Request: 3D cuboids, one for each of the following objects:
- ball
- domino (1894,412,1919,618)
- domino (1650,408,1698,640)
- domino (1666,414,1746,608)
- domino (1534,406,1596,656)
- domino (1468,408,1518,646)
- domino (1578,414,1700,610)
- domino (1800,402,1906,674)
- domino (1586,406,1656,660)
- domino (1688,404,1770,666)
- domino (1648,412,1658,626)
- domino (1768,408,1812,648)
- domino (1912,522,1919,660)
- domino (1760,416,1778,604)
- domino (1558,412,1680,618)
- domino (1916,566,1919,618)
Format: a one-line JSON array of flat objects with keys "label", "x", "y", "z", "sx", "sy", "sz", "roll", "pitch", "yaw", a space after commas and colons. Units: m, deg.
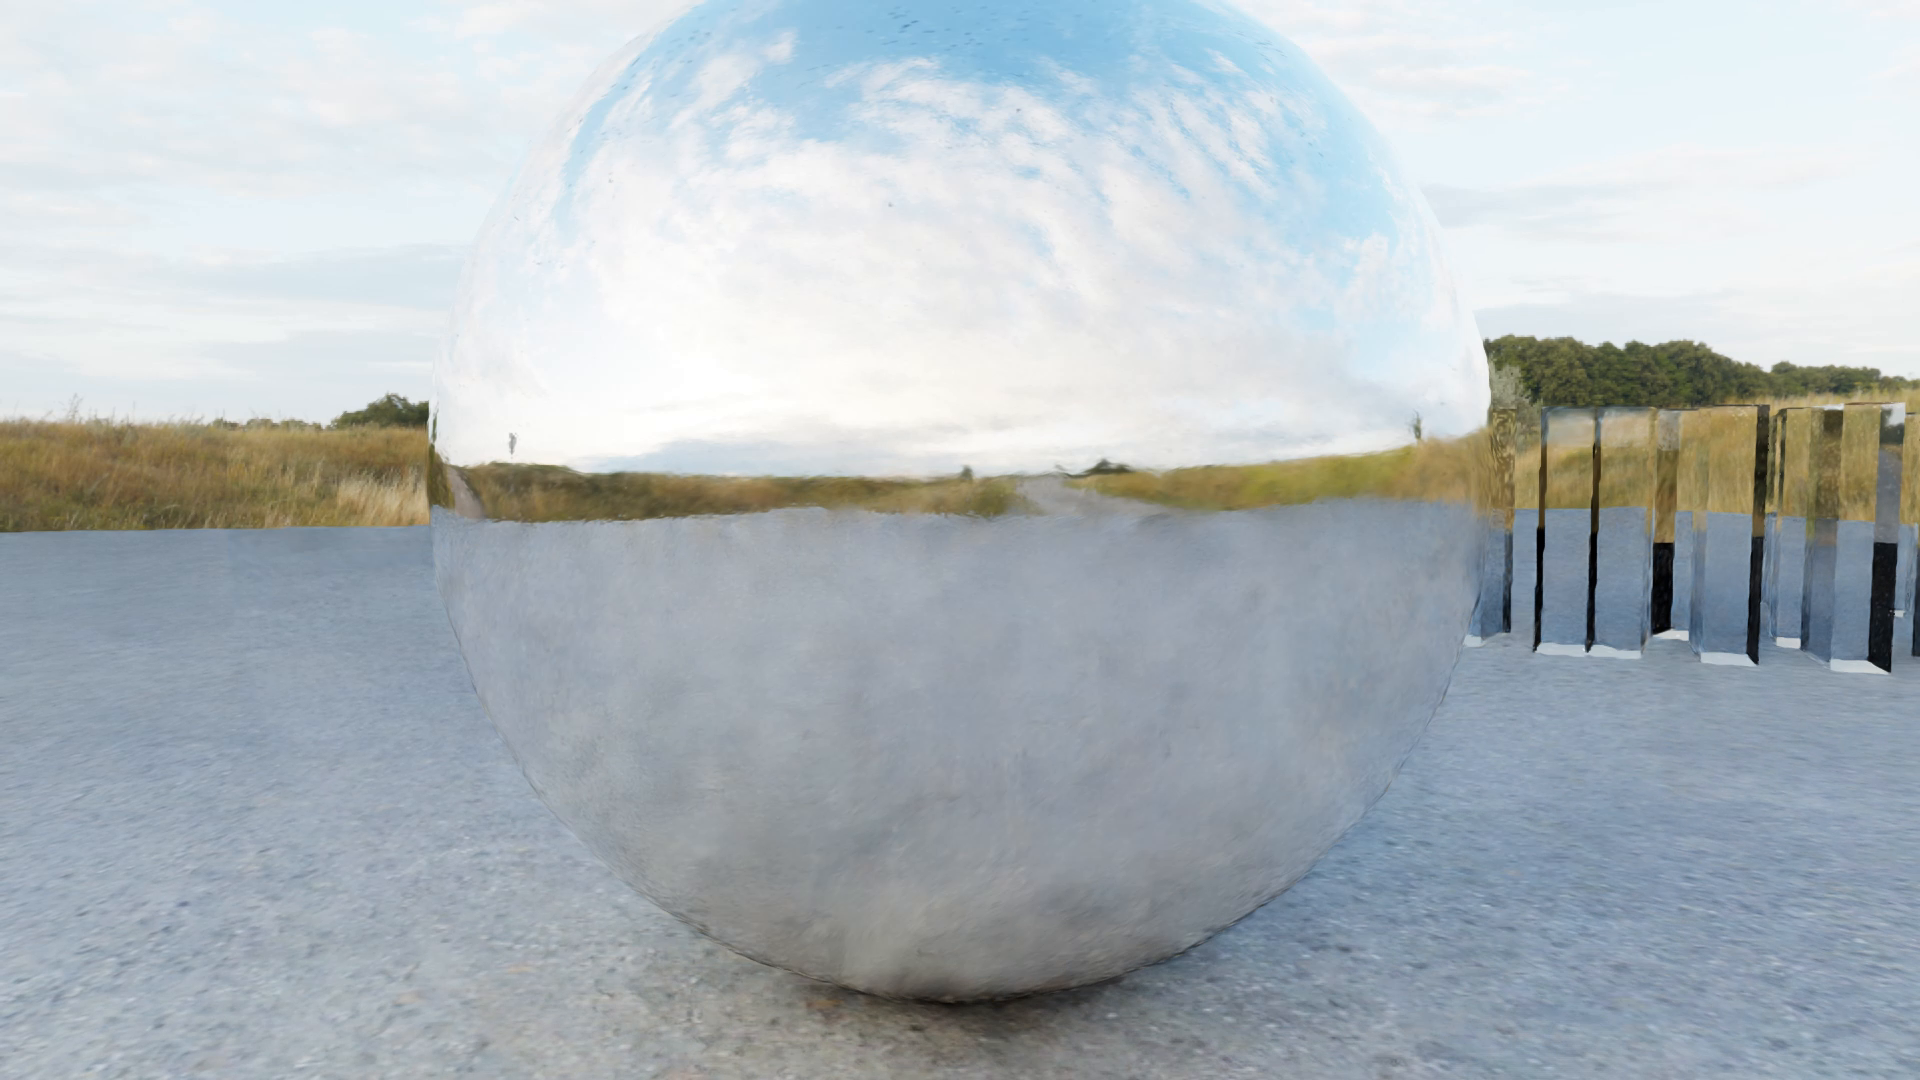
[{"label": "ball", "x": 0.000, "y": -0.005, "z": 0.103, "sx": 0.080, "sy": 0.080, "sz": 0.080, "roll": 0, "pitch": 4, "yaw": 0}, {"label": "domino", "x": 0.236, "y": -0.007, "z": 0.326, "sx": 0.010, "sy": 0.050, "sz": 0.025, "roll": 4, "pitch": 6, "yaw": 39}, {"label": "domino", "x": 0.165, "y": -0.004, "z": 0.287, "sx": 0.009, "sy": 0.050, "sz": 0.025, "roll": 4, "pitch": 6, "yaw": 44}, {"label": "domino", "x": 0.199, "y": -0.008, "z": 0.343, "sx": 0.010, "sy": 0.050, "sz": 0.025, "roll": 1, "pitch": 4, "yaw": 12}, {"label": "domino", "x": 0.127, "y": -0.003, "z": 0.268, "sx": 0.010, "sy": 0.050, "sz": 0.025, "roll": 2, "pitch": 5, "yaw": 29}, {"label": "domino", "x": 0.113, "y": -0.003, "z": 0.280, "sx": 0.009, "sy": 0.050, "sz": 0.025, "roll": 3, "pitch": 5, "yaw": 37}, {"label": "domino", "x": 0.180, "y": -0.008, "z": 0.340, "sx": 0.010, "sy": 0.050, "sz": 0.025, "roll": -3, "pitch": 5, "yaw": -38}, {"label": "domino", "x": 0.172, "y": -0.001, "z": 0.249, "sx": 0.009, "sy": 0.050, "sz": 0.025, "roll": 2, "pitch": 5, "yaw": 22}, {"label": "domino", "x": 0.137, "y": -0.002, "z": 0.265, "sx": 0.009, "sy": 0.050, "sz": 0.025, "roll": 3, "pitch": 5, "yaw": 31}, {"label": "domino", "x": 0.154, "y": -0.002, "z": 0.257, "sx": 0.010, "sy": 0.050, "sz": 0.025, "roll": 2, "pitch": 5, "yaw": 24}, {"label": "domino", "x": 0.158, "y": -0.005, "z": 0.306, "sx": 0.025, "sy": 0.050, "sz": 0.010, "roll": 1, "pitch": 4, "yaw": 14}, {"label": "domino", "x": 0.182, "y": -0.003, "z": 0.276, "sx": 0.010, "sy": 0.050, "sz": 0.025, "roll": 2, "pitch": 5, "yaw": 29}, {"label": "domino", "x": 0.192, "y": -0.001, "z": 0.242, "sx": 0.010, "sy": 0.050, "sz": 0.025, "roll": 1, "pitch": 4, "yaw": 16}, {"label": "domino", "x": 0.218, "y": -0.008, "z": 0.336, "sx": 0.009, "sy": 0.050, "sz": 0.025, "roll": 2, "pitch": 5, "yaw": 25}, {"label": "domino", "x": 0.166, "y": -0.007, "z": 0.324, "sx": 0.025, "sy": 0.050, "sz": 0.010, "roll": 3, "pitch": 5, "yaw": 31}, {"label": "domino", "x": 0.247, "y": -0.006, "z": 0.309, "sx": 0.025, "sy": 0.050, "sz": 0.009, "roll": -1, "pitch": 4, "yaw": -7}]
